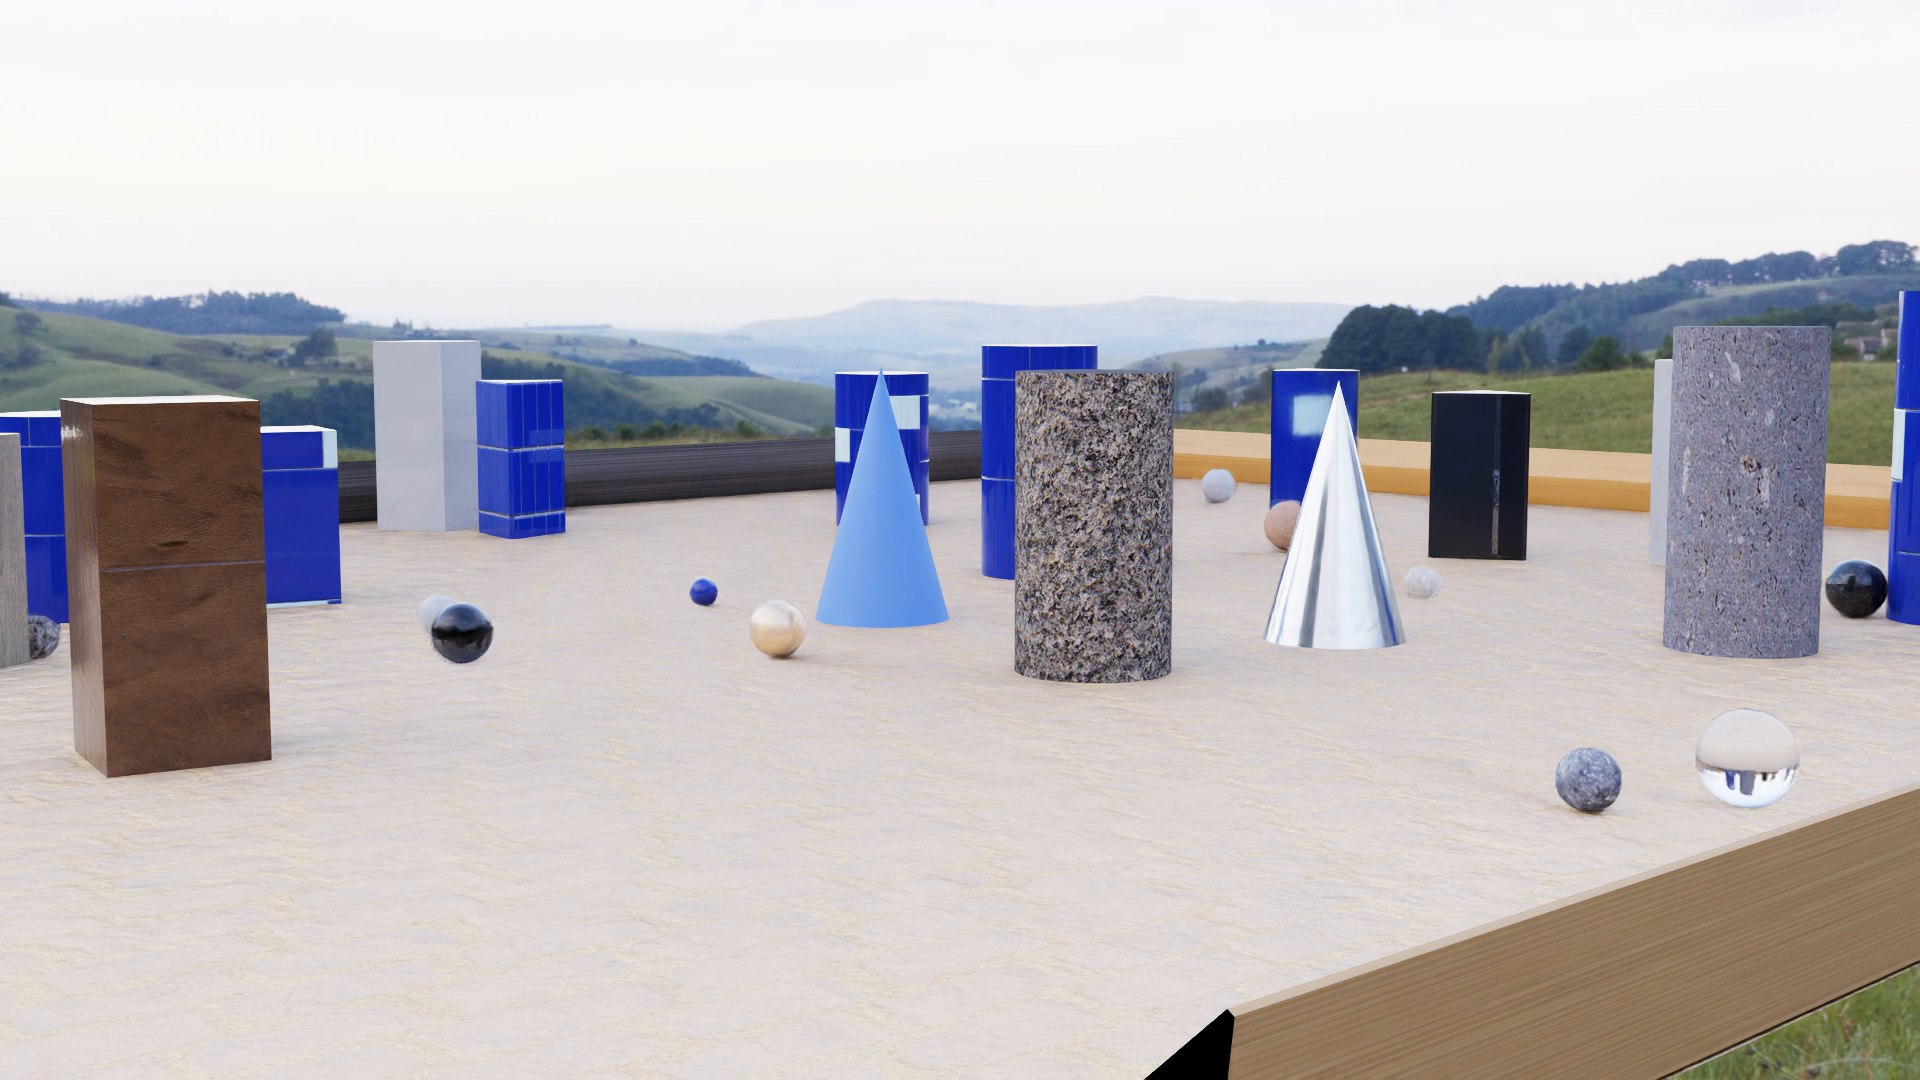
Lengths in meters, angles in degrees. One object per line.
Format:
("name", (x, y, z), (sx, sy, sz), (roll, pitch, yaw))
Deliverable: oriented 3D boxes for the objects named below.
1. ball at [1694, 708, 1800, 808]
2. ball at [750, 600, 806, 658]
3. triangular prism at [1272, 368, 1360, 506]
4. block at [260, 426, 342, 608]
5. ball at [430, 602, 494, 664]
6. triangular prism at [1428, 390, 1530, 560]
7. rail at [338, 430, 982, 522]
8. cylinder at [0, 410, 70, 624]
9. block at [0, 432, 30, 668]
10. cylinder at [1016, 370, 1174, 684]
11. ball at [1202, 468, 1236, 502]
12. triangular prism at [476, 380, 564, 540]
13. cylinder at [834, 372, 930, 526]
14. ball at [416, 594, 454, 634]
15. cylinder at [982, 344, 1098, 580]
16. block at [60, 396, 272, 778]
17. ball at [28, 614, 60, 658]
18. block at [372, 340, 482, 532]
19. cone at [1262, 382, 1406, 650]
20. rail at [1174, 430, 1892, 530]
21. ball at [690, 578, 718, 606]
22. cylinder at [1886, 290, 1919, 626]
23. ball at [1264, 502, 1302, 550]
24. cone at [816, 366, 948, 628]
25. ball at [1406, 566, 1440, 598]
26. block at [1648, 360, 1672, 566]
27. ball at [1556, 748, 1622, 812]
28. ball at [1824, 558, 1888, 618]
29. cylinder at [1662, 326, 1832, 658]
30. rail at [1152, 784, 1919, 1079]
("ball", (0.705, 0.195, 1.971), (0.089, 0.089, 0.089), (0, 6, 0))
("ball", (-0.234, 0.114, 2.824), (0.073, 0.073, 0.073), (0, 6, 0))
("triangular prism", (0.692, -0.174, 4.357), (0.168, 0.326, 0.146), (0, 6, 0))
("block", (-1.045, -0.038, 3.357), (0.155, 0.263, 0.155), (-3, 7, -29))
("ball", (-0.628, 0.117, 2.773), (0.077, 0.077, 0.077), (0, 6, 0))
("triangular prism", (0.945, -0.120, 3.987), (0.168, 0.296, 0.146), (2, 6, 16))
("rail", (-1.207, -0.104, 4.633), (4.284, 0.126, 0.045), (-5, 8, -42))
("cylinder", (-1.299, -0.037, 3.207), (0.194, 0.294, 0.194), (0, 6, 0))
("block", (-1.273, 0.016, 2.717), (0.155, 0.290, 0.155), (2, 6, 15))
("cylinder", (0.164, -0.022, 2.703), (0.194, 0.369, 0.194), (0, 6, 0))
("ball", (0.597, -0.125, 5.077), (0.079, 0.079, 0.079), (0, 6, 0))
("triangular prism", (-0.854, -0.164, 4.361), (0.146, 0.304, 0.168), (-4, 7, -33))
("cylinder", (-0.161, -0.189, 4.552), (0.194, 0.314, 0.194), (0, 6, 0))
("ball", (-0.715, 0.103, 3.012), (0.056, 0.056, 0.056), (0, 6, 0))
("cylinder", (0.133, -0.134, 3.696), (0.194, 0.385, 0.194), (0, 6, 0))
("block", (-0.789, 0.039, 2.184), (0.155, 0.356, 0.155), (-4, 7, -32))
("ball", (-1.181, 0.124, 2.813), (0.056, 0.056, 0.056), (0, 6, 0))
("block", (-1.084, -0.216, 4.493), (0.155, 0.380, 0.155), (2, 6, 18))
("cone", (0.508, -0.040, 2.968), (0.194, 0.349, 0.194), (0, 6, 0))
("rail", (1.557, -0.117, 4.761), (0.045, 0.126, 3.607), (-5, 8, -42))
("ball", (-0.385, 0.078, 3.305), (0.043, 0.043, 0.043), (0, 6, 0))
("cylinder", (1.434, -0.118, 3.135), (0.194, 0.470, 0.194), (0, 6, 0))
("ball", (0.609, -0.027, 4.079), (0.090, 0.090, 0.090), (0, 6, 0))
("cone", (-0.113, -0.068, 3.163), (0.194, 0.364, 0.194), (0, 6, 0))
("ball", (0.715, 0.065, 3.400), (0.051, 0.051, 0.051), (0, 6, 0))
("block", (1.313, -0.132, 3.809), (0.155, 0.357, 0.155), (-3, 6, -23))
("ball", (0.558, 0.213, 1.954), (0.058, 0.058, 0.058), (0, 6, 0))
("ball", (1.299, 0.069, 3.188), (0.085, 0.085, 0.085), (0, 6, 0))
("cylinder", (1.030, -0.068, 2.884), (0.194, 0.422, 0.194), (0, 6, 0))
("rail", (1.207, 0.169, 2.031), (4.284, 0.126, 0.045), (-5, 8, -42))
